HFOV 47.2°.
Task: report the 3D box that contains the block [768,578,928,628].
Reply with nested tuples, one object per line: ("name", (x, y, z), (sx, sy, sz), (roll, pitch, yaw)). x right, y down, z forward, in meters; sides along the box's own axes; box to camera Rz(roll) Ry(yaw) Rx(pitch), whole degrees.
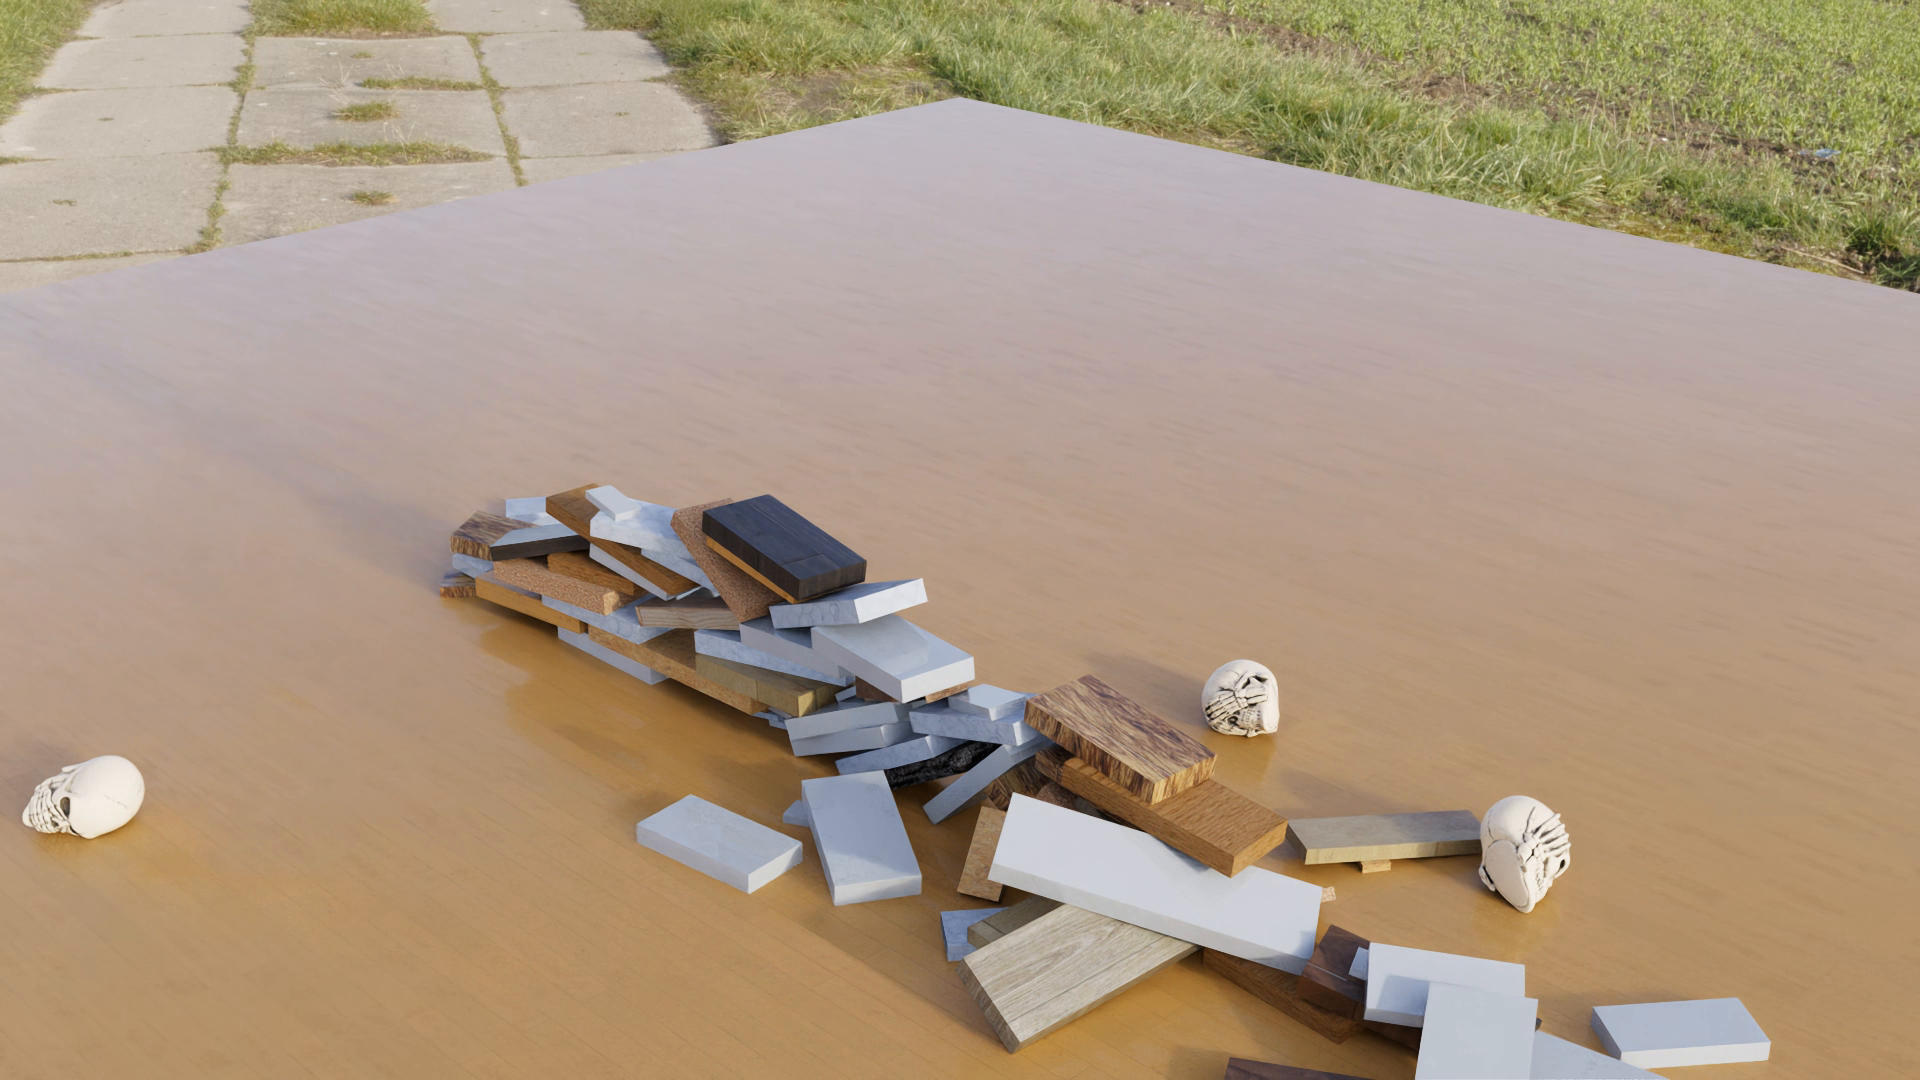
("block", (-0.235, 0.132, 4.554), (0.170, 0.048, 0.339), (-17, 6, -35))

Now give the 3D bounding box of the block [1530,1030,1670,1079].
("block", (1.009, 0.894, 3.597), (0.314, 0.044, 0.157), (16, 28, 33))

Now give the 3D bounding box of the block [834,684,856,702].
("block", (-0.201, 0.307, 4.627), (0.122, 0.017, 0.061), (-25, -1, 41))

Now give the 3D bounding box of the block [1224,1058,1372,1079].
("block", (0.556, 0.911, 3.566), (0.259, 0.037, 0.130), (6, 24, 14))

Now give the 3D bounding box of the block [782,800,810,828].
("block", (-0.285, 0.557, 4.425), (0.128, 0.018, 0.064), (9, 24, 19))

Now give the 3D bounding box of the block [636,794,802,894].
("block", (-0.472, 0.593, 4.308), (0.303, 0.043, 0.152), (17, 28, 35))

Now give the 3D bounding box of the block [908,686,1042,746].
("block", (0.060, 0.344, 4.323), (0.156, 0.044, 0.312), (-21, 14, -38))

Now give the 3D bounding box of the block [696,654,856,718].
("block", (-0.399, 0.288, 4.746), (0.331, 0.047, 0.166), (18, 28, 41))

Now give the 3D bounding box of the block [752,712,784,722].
("block", (-0.414, 0.377, 4.830), (0.097, 0.014, 0.049), (7, 21, 45))

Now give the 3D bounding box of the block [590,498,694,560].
("block", (-0.667, -0.025, 4.902), (0.277, 0.039, 0.139), (13, 28, 10))

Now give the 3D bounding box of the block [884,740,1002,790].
("block", (-0.035, 0.446, 4.458), (0.156, 0.044, 0.312), (-22, 1, -41))

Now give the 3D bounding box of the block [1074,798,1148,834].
("block", (0.358, 0.578, 4.133), (0.148, 0.042, 0.295), (-19, 66, -39))

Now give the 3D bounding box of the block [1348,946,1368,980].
("block", (0.729, 0.741, 3.764), (0.115, 0.016, 0.058), (20, 34, 15))

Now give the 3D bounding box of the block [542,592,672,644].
("block", (-0.798, 0.147, 5.101), (0.331, 0.047, 0.166), (19, 29, 36))

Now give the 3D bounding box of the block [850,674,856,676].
("block", (-0.195, 0.269, 4.580), (0.122, 0.017, 0.061), (21, 29, 28))

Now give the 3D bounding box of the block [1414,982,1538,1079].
("block", (0.815, 0.871, 3.504), (0.174, 0.049, 0.347), (7, 43, 16))

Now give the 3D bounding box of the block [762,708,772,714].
("block", (-0.439, 0.359, 4.857), (0.053, 0.015, 0.106), (-20, 19, -38))

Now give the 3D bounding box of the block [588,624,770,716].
("block", (-0.597, 0.259, 4.958), (0.563, 0.047, 0.166), (20, 30, 39))

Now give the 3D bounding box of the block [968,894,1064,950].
("block", (0.138, 0.699, 3.989), (0.230, 0.033, 0.115), (-18, 29, -36))

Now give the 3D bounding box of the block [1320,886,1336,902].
("block", (0.603, 0.673, 4.090), (0.169, 0.024, 0.085), (-7, -9, -17))

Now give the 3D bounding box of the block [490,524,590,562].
("block", (-0.957, -0.002, 5.149), (0.256, 0.036, 0.128), (-8, 16, 15))

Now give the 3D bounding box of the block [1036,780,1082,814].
("block", (0.288, 0.566, 4.161), (0.148, 0.042, 0.295), (-21, 66, -40))

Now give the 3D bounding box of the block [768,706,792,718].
("block", (-0.377, 0.365, 4.779), (0.049, 0.014, 0.097), (-21, 30, -39))

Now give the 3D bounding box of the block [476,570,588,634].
("block", (-0.973, 0.127, 5.269), (0.353, 0.050, 0.176), (17, 28, 33))

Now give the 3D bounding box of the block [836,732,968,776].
("block", (-0.103, 0.424, 4.514), (0.155, 0.044, 0.310), (-22, 1, -41))

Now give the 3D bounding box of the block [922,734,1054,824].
("block", (0.069, 0.460, 4.352), (0.156, 0.312, 0.044), (-22, 76, -42))

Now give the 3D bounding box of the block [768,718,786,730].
("block", (-0.365, 0.397, 4.785), (0.097, 0.014, 0.049), (9, 23, 44))

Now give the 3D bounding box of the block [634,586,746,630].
("block", (-0.545, 0.144, 4.882), (0.336, 0.048, 0.168), (0, 19, 41))

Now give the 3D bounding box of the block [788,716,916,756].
("block", (-0.202, 0.397, 4.610), (0.155, 0.044, 0.310), (-22, 7, -41))

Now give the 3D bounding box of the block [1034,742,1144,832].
("block", (0.283, 0.451, 4.124), (0.134, 0.038, 0.268), (-20, 37, -40))

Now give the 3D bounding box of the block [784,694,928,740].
("block", (-0.201, 0.353, 4.588), (0.310, 0.044, 0.155), (-13, 7, 39))

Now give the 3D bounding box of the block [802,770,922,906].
("block", (-0.195, 0.576, 4.282), (0.167, 0.047, 0.335), (-6, 32, -13))

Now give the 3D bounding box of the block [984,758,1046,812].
("block", (0.182, 0.552, 4.236), (0.134, 0.038, 0.268), (-22, 63, -41))

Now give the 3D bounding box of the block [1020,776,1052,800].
("block", (0.241, 0.560, 4.197), (0.134, 0.038, 0.268), (-24, 68, -42))
